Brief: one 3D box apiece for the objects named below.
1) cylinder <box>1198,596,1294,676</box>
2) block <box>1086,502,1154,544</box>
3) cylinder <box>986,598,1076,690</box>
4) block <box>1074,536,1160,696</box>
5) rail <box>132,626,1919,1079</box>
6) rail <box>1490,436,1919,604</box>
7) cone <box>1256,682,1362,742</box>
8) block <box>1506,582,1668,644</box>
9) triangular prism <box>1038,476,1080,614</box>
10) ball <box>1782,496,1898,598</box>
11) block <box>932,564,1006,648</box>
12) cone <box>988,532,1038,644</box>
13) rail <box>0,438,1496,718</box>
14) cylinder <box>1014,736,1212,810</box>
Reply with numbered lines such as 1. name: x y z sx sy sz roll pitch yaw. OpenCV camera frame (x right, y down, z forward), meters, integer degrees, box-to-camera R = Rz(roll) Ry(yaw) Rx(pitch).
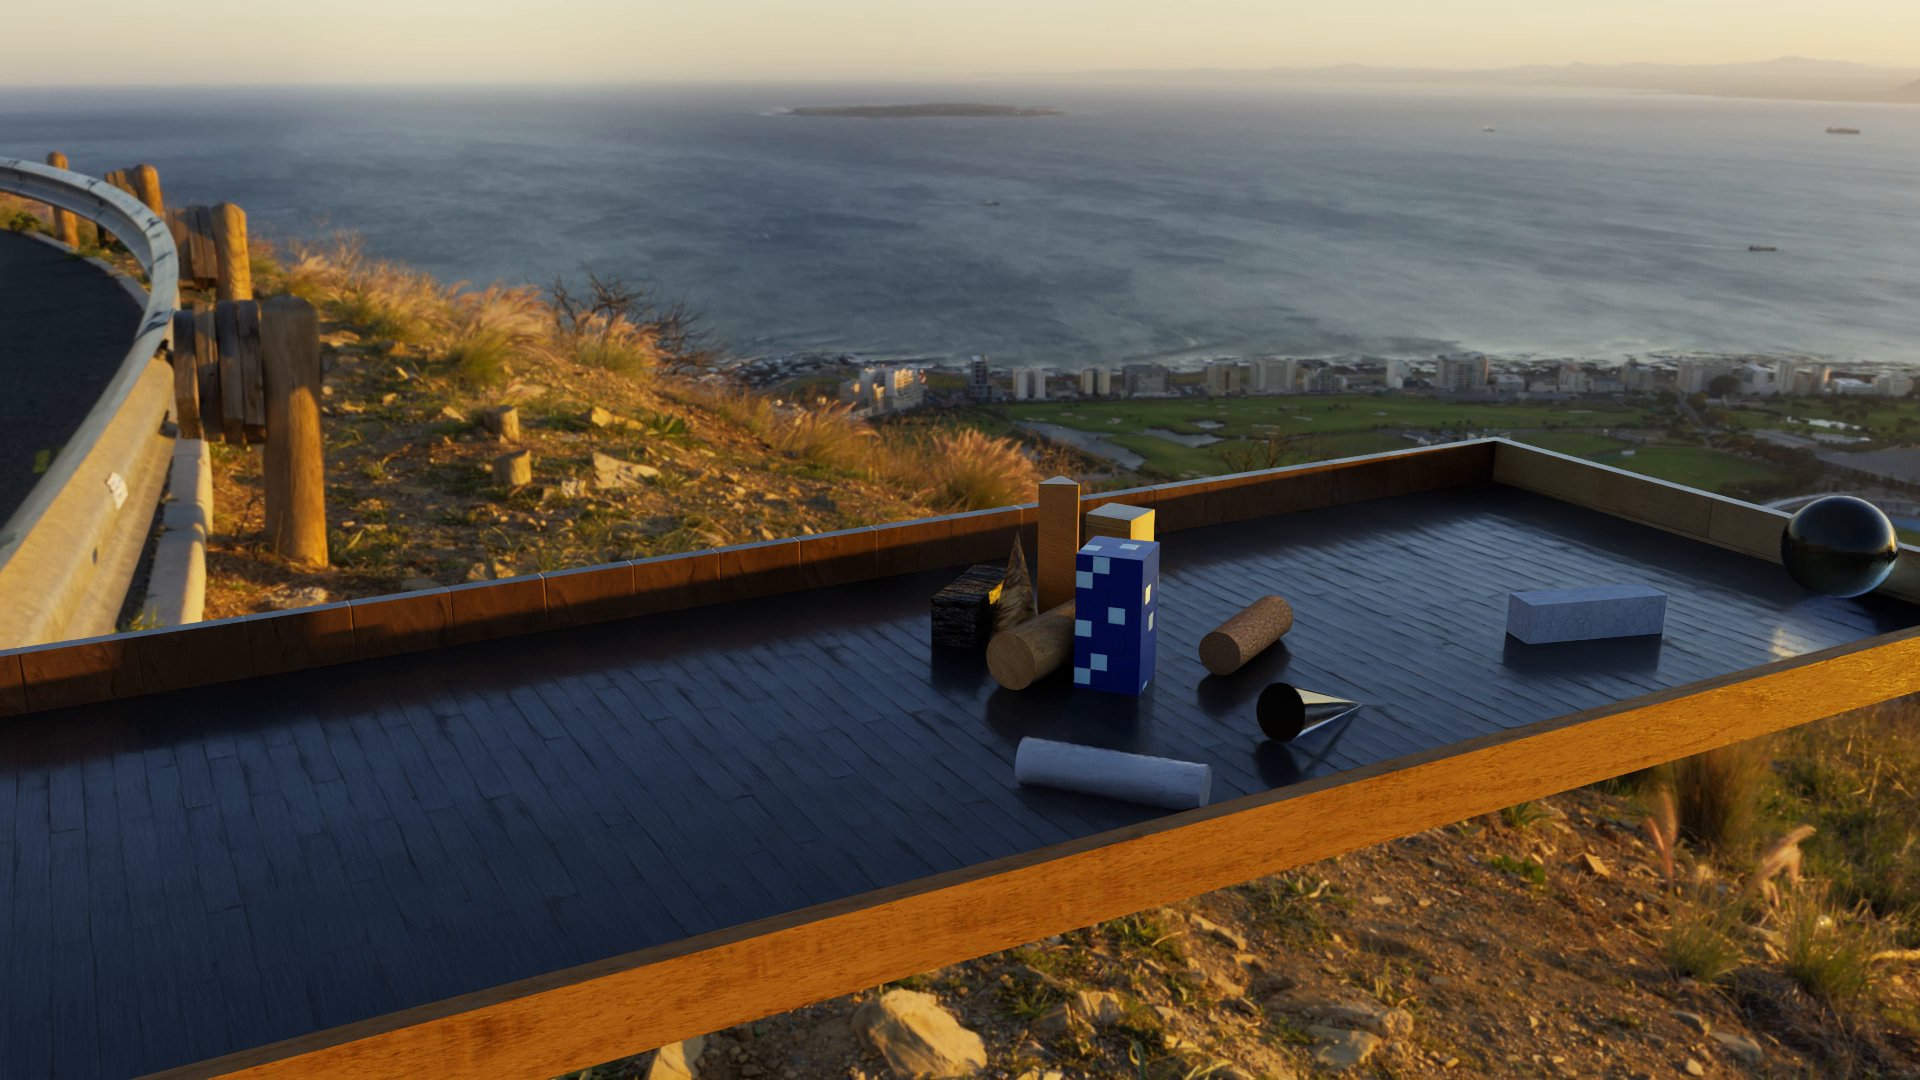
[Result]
1. cylinder: 0.751 0.246 4.313 0.115 0.115 0.349 10 19 31
2. block: 0.419 0.101 4.363 0.132 0.366 0.132 10 19 32
3. cylinder: 0.235 0.258 4.216 0.148 0.148 0.369 12 20 35
4. block: 0.390 0.186 4.103 0.167 0.348 0.167 6 17 20
5. rail: -2.336 1.006 1.665 12.000 0.150 0.050 -9 18 -27
6. rail: 2.466 -0.048 5.253 0.050 0.150 2.100 -9 18 -27
7. cone: 0.858 0.396 3.887 0.340 0.137 0.137 1 12 -43
8. block: 1.703 0.199 4.485 0.405 0.109 0.109 -4 17 -12
9. triangular prism: 0.277 0.016 4.625 0.110 0.382 0.095 2 16 5
10. ball: 2.535 0.021 4.756 0.298 0.298 0.298 0 16 0
11. block: 0.042 0.179 4.521 0.127 0.127 0.325 6 18 21
12. cone: 0.151 0.123 4.388 0.155 0.310 0.155 0 16 0
13. rail: -3.305 0.497 3.399 12.000 0.150 0.050 -9 18 -27
14. cylinder: 0.322 0.495 3.491 0.403 0.100 0.100 7 18 21
